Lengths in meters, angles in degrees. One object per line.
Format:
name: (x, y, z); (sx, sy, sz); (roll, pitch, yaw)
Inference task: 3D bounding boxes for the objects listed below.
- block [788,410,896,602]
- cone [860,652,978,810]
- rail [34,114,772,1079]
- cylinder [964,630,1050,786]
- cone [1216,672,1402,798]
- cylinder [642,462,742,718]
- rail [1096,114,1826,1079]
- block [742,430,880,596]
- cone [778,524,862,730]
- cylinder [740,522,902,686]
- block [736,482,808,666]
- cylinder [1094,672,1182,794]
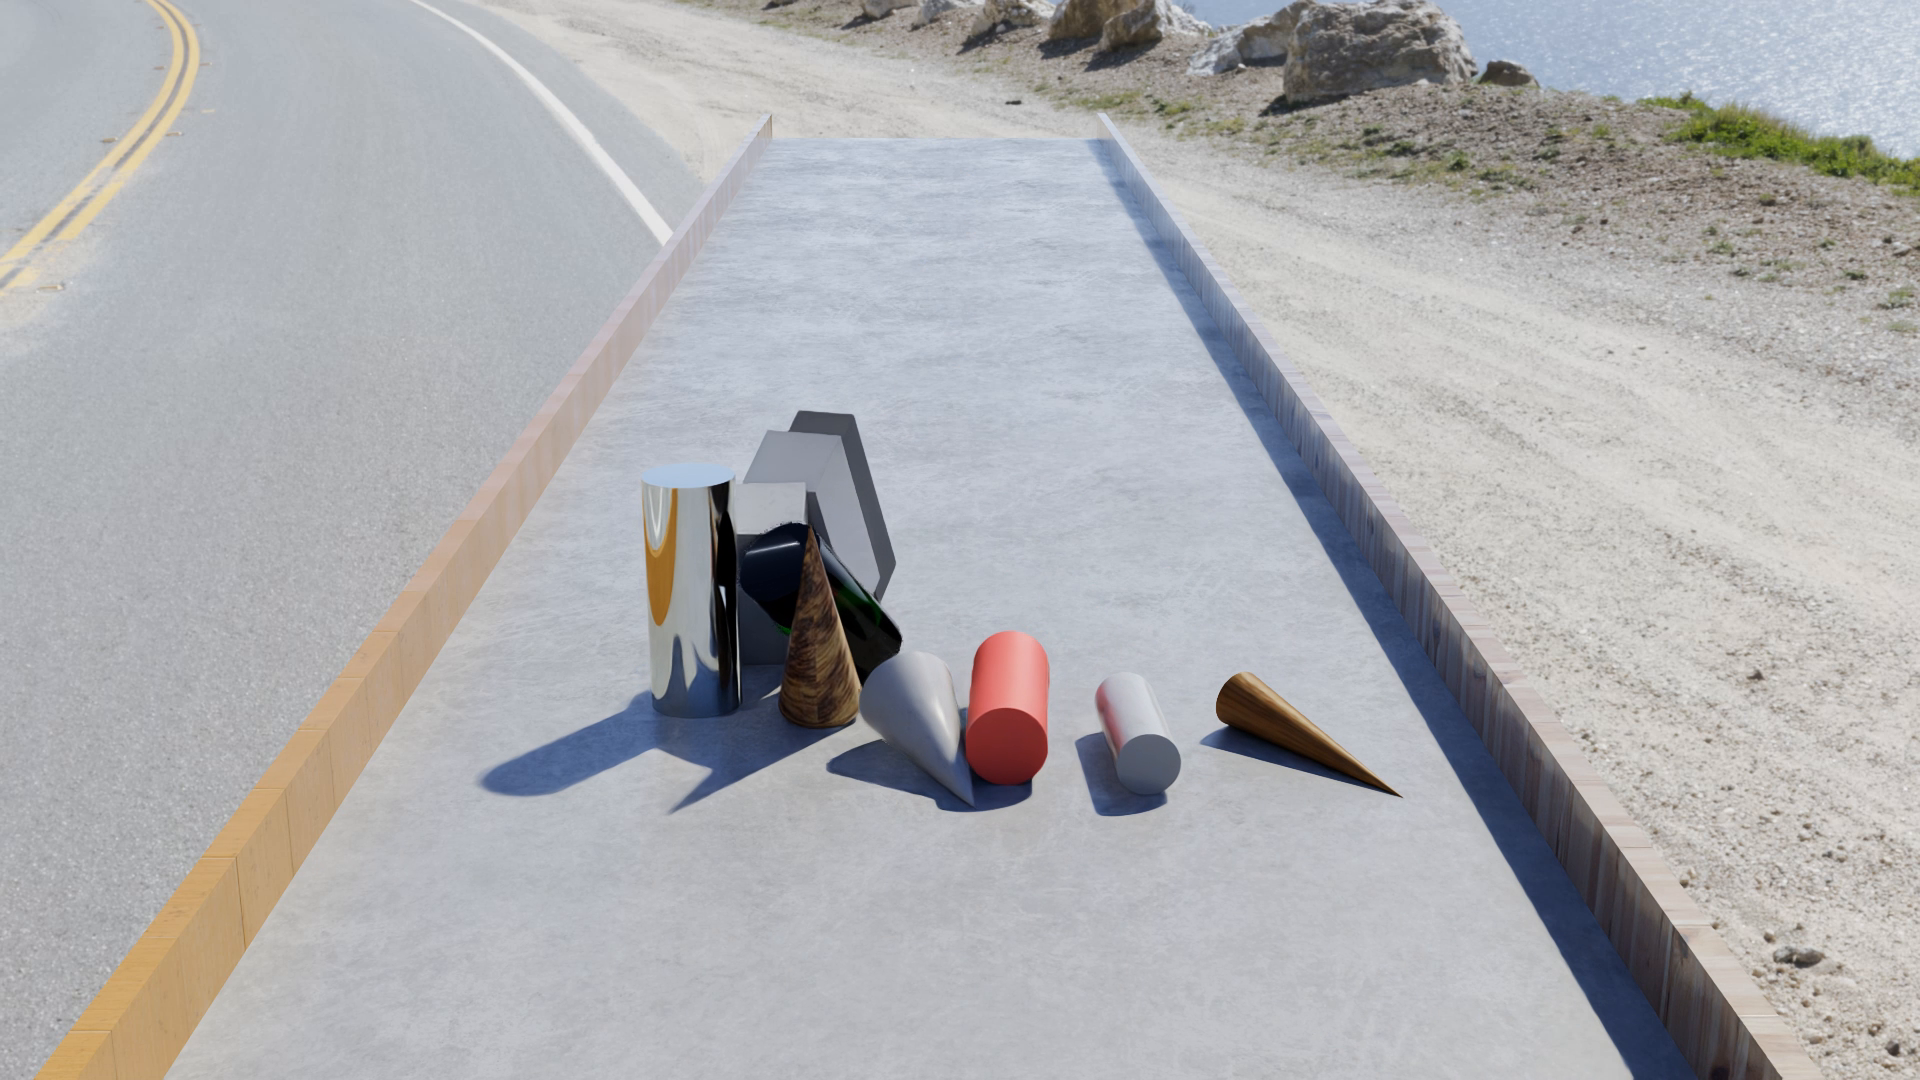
block: (-0.254, -0.064, 4.648); (0.123, 0.453, 0.123); (6, 49, 19)
cone: (-0.034, 0.367, 3.839); (0.179, 0.179, 0.364); (-6, 32, -20)
rail: (-1.118, -0.838, 7.780); (0.050, 0.150, 12.000); (0, 17, -1)
cylinder: (0.088, 0.298, 3.974); (0.144, 0.144, 0.406); (1, 17, 2)
cone: (0.635, 0.366, 3.903); (0.106, 0.106, 0.427); (-11, 27, -34)
cylinder: (-0.501, 0.094, 4.121); (0.172, 0.448, 0.172); (0, 17, 0)
rail: (0.932, -0.844, 7.801); (0.050, 0.150, 12.000); (0, 17, -1)
block: (-0.300, -0.014, 4.501); (0.158, 0.419, 0.158); (5, 48, 18)
cone: (-0.262, 0.135, 3.995); (0.161, 0.414, 0.161); (0, 37, 0)
cylinder: (-0.262, 0.128, 4.177); (0.173, 0.321, 0.173); (-17, 49, 20)
block: (-0.372, 0.069, 4.328); (0.148, 0.348, 0.148); (-1, 42, -1)
cylinder: (0.311, 0.339, 3.891); (0.112, 0.112, 0.306); (-1, 17, -3)
